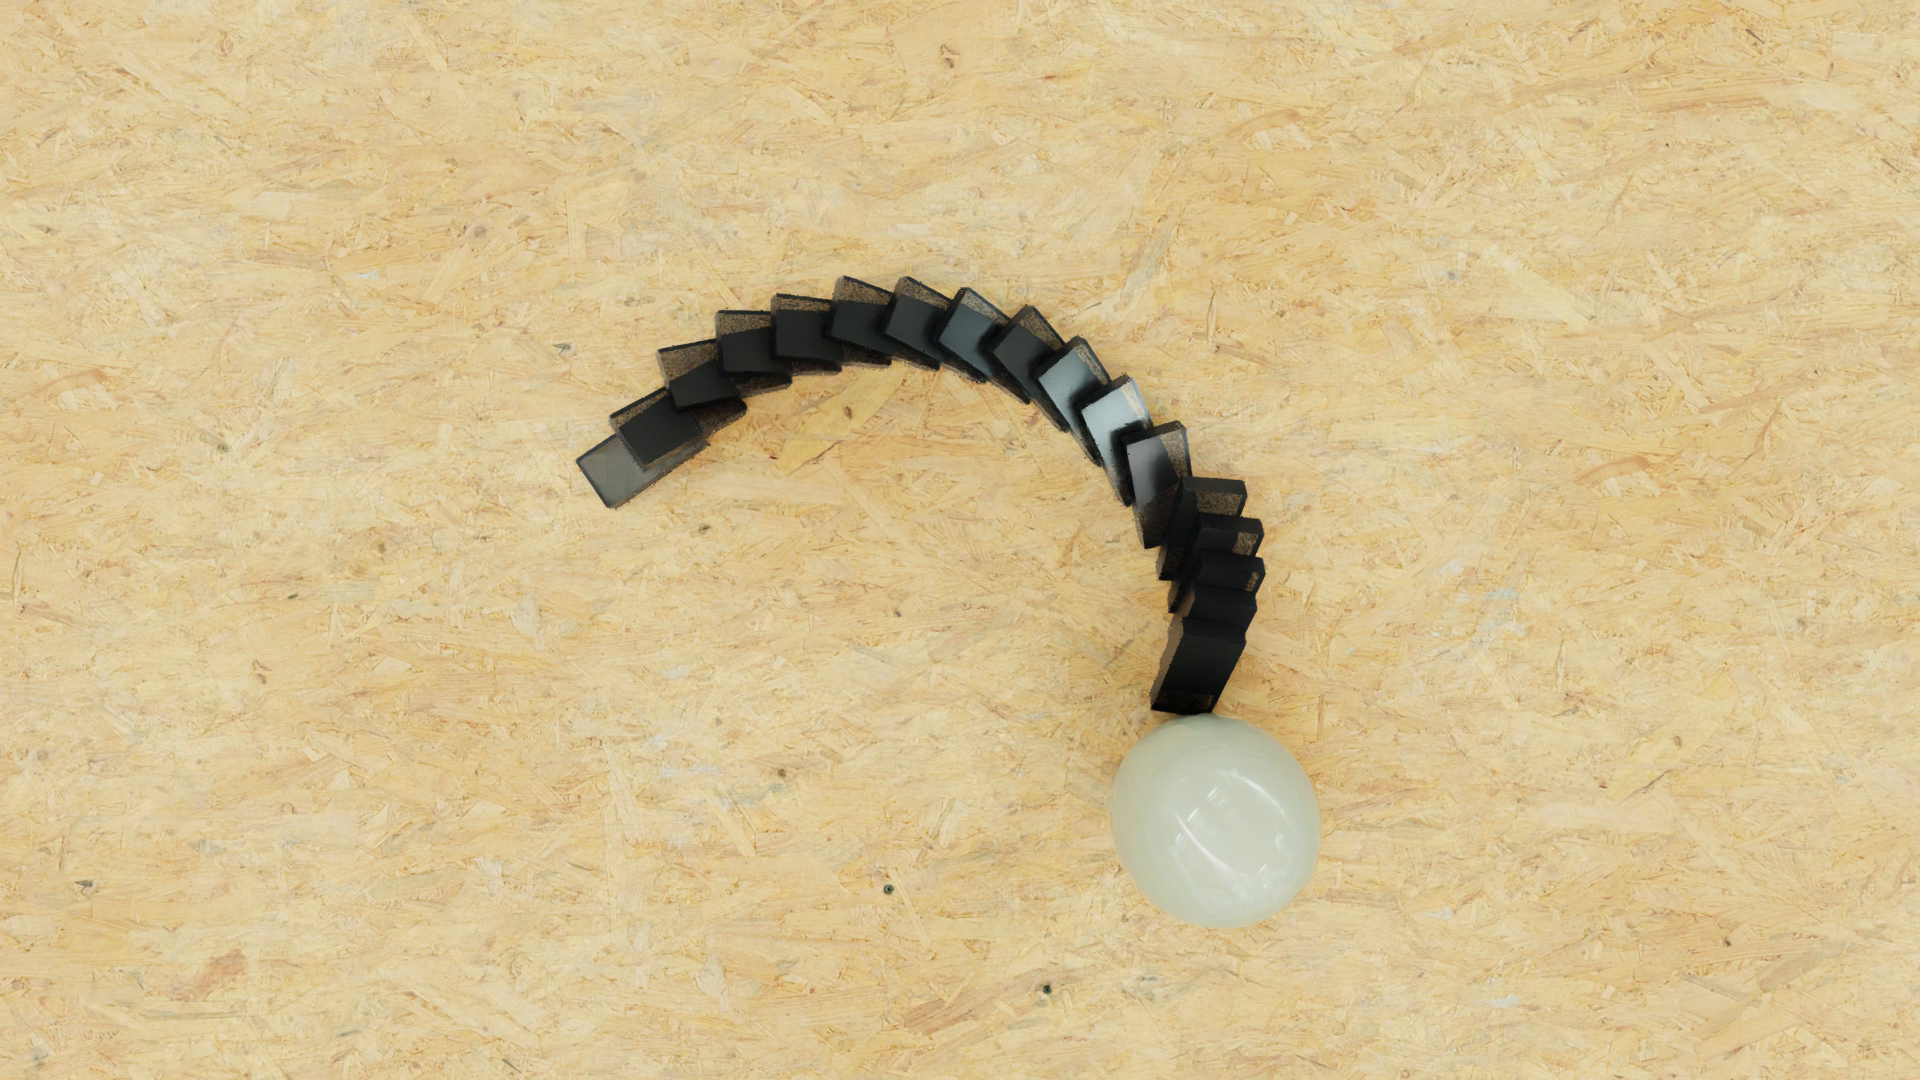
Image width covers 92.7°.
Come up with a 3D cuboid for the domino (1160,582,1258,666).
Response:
[{"bbox_3d":[0.102,0.040,0.380,0.025,0.010,0.050,9,133,0],"label":"domino"}]

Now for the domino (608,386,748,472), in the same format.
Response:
[{"bbox_3d":[-0.118,-0.052,0.385,0.050,0.010,0.025,-36,91,-26],"label":"domino"}]

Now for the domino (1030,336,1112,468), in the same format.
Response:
[{"bbox_3d":[0.054,-0.058,0.384,0.025,0.010,0.050,-40,118,0],"label":"domino"}]

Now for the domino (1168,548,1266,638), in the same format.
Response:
[{"bbox_3d":[0.105,0.026,0.380,0.025,0.009,0.050,9,133,0],"label":"domino"}]

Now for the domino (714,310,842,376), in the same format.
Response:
[{"bbox_3d":[-0.076,-0.082,0.385,0.050,0.010,0.025,-5,90,-26],"label":"domino"}]

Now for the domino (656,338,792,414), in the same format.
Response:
[{"bbox_3d":[-0.099,-0.072,0.385,0.050,0.009,0.025,-18,90,-25],"label":"domino"}]

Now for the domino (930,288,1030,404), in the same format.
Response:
[{"bbox_3d":[0.015,-0.081,0.384,0.050,0.010,0.025,30,90,-28],"label":"domino"}]

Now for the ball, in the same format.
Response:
[{"bbox_3d":[0.099,0.109,0.360,0.080,0.080,0.080,0,90,0],"label":"ball"}]

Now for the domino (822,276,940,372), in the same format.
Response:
[{"bbox_3d":[-0.030,-0.090,0.384,0.050,0.010,0.025,13,90,-27],"label":"domino"}]

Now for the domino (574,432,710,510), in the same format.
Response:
[{"bbox_3d":[-0.137,-0.038,0.395,0.050,0.010,0.025,-34,90,0],"label":"domino"}]

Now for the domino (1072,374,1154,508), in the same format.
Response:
[{"bbox_3d":[0.069,-0.041,0.384,0.025,0.010,0.050,-31,117,0],"label":"domino"}]

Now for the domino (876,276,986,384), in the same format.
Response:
[{"bbox_3d":[-0.007,-0.087,0.384,0.050,0.009,0.025,22,90,-27],"label":"domino"}]

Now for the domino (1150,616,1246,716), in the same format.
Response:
[{"bbox_3d":[0.098,0.054,0.380,0.025,0.010,0.050,9,133,0],"label":"domino"}]

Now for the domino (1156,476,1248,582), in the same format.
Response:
[{"bbox_3d":[0.099,-0.003,0.379,0.025,0.009,0.050,4,133,-1],"label":"domino"}]

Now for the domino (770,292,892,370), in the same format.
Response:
[{"bbox_3d":[-0.054,-0.087,0.385,0.050,0.009,0.025,0,90,-27],"label":"domino"}]

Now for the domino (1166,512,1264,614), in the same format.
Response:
[{"bbox_3d":[0.105,0.011,0.379,0.025,0.009,0.050,7,133,-1],"label":"domino"}]

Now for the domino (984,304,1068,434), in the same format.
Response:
[{"bbox_3d":[0.036,-0.071,0.384,0.025,0.010,0.050,-47,117,0],"label":"domino"}]

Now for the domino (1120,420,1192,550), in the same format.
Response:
[{"bbox_3d":[0.084,-0.023,0.384,0.025,0.009,0.050,-16,118,0],"label":"domino"}]
